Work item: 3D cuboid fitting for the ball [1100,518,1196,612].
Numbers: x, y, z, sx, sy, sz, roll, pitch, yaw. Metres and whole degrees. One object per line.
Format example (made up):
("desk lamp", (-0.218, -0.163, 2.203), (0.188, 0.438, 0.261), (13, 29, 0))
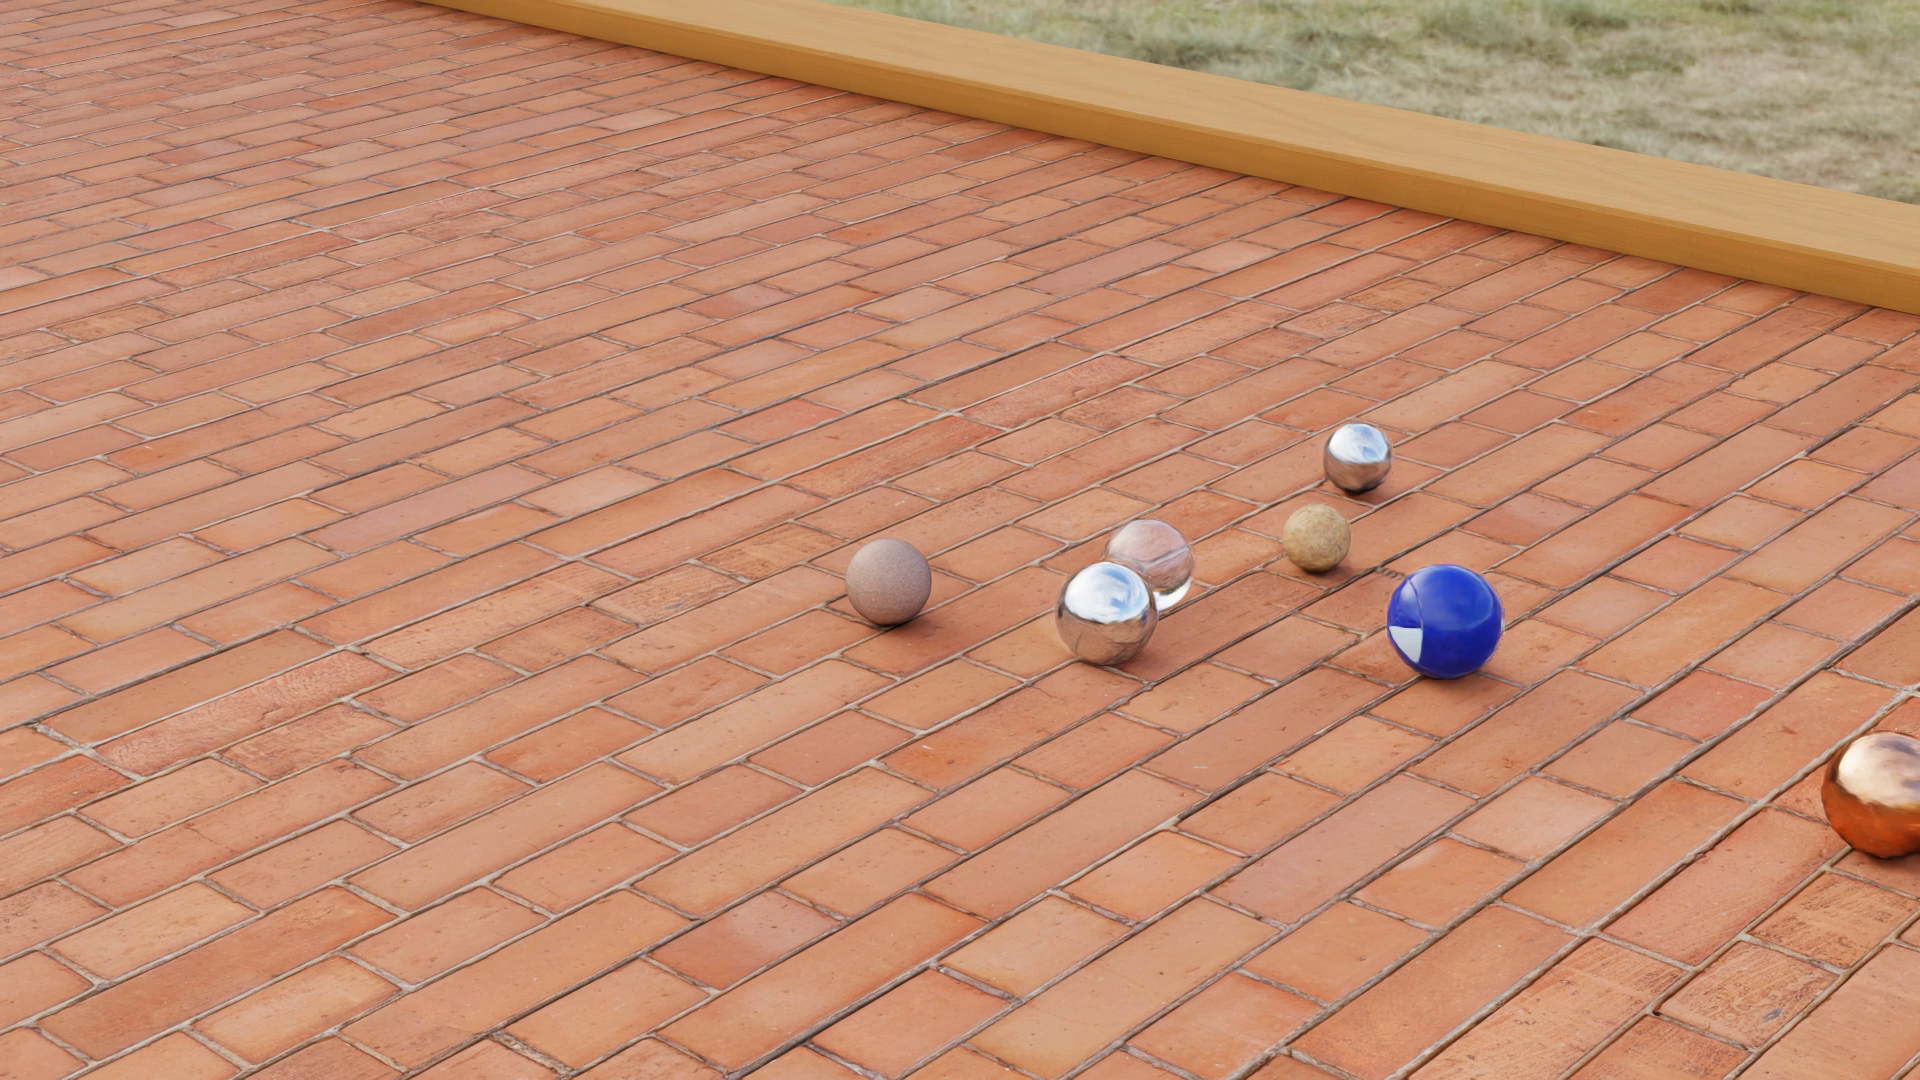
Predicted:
("ball", (0.156, 0.022, 2.453), (0.079, 0.079, 0.079), (0, 22, 0))

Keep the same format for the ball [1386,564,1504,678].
("ball", (0.384, 0.064, 2.332), (0.092, 0.092, 0.092), (0, 22, 0))

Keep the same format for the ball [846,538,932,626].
("ball", (-0.059, 0.034, 2.432), (0.072, 0.072, 0.072), (0, 22, 0))

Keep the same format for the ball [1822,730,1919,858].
("ball", (0.648, 0.178, 2.056), (0.089, 0.089, 0.089), (0, 22, 0))

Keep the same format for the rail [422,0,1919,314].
("rail", (-0.024, -0.641, 4.029), (4.380, 0.119, 0.045), (18, 28, 37))

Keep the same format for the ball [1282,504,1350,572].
("ball", (0.308, -0.002, 2.538), (0.059, 0.059, 0.059), (0, 22, 0))

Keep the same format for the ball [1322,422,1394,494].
("ball", (0.366, -0.075, 2.712), (0.065, 0.065, 0.065), (0, 22, 0))

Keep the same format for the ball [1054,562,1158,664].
("ball", (0.117, 0.058, 2.358), (0.083, 0.083, 0.083), (0, 22, 0))
